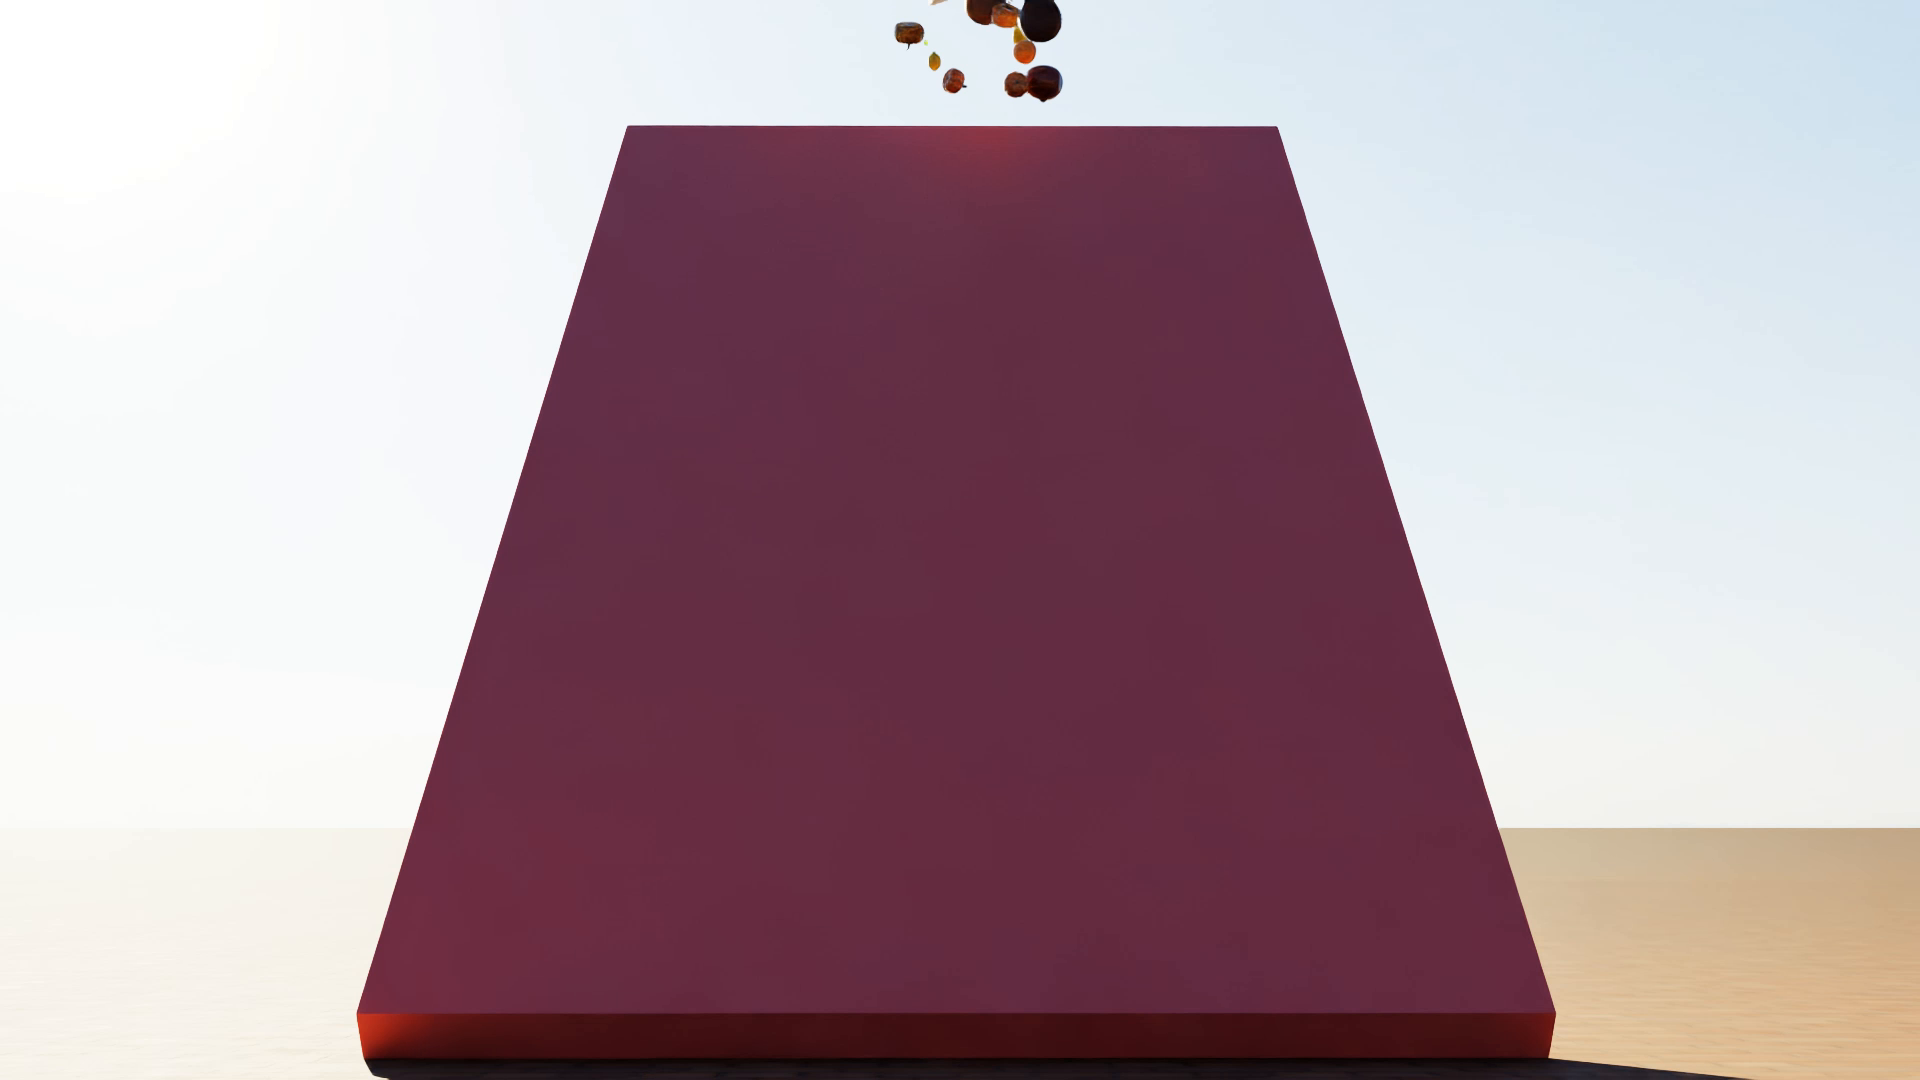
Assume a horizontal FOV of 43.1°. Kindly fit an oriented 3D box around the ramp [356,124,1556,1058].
[{"bbox_3d":[-0.014,-0.200,5.789,2.000,0.100,4.000,0,31,0],"label":"ramp"}]

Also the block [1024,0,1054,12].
[{"bbox_3d":[0.237,-1.618,7.245,0.071,0.071,0.071,6,0,-18],"label":"block"}]

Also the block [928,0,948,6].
[{"bbox_3d":[-0.069,-1.651,7.317,0.061,0.061,0.061,-18,0,-8],"label":"block"}]
